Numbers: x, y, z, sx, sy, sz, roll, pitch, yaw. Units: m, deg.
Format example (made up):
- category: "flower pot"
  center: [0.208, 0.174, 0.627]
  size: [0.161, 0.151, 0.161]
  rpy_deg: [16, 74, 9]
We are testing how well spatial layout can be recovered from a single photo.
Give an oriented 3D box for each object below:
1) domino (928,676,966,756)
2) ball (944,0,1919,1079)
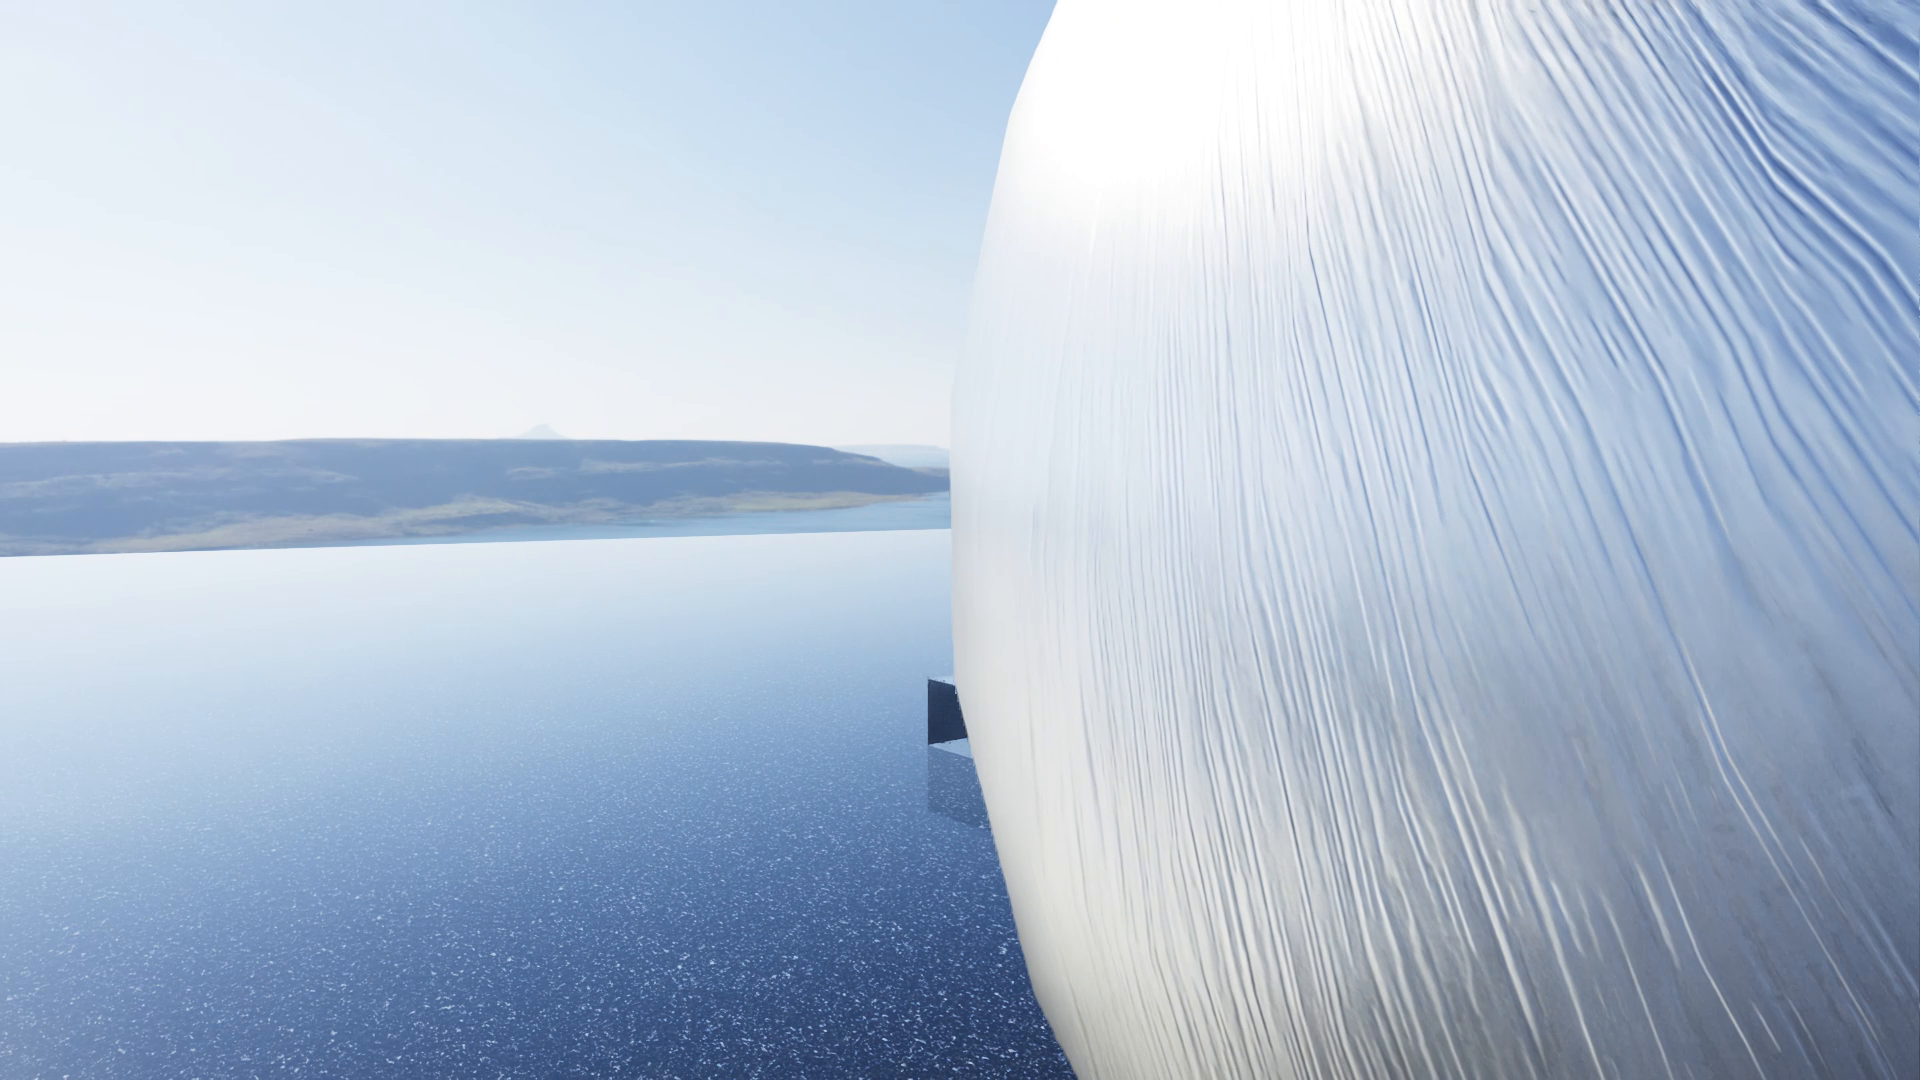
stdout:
- category: "domino"
  center: [0.021, 0.025, 0.169]
  size: [0.025, 0.010, 0.050]
  rpy_deg: [-3, 5, -38]
- category: "ball"
  center: [0.039, -0.001, 0.042]
  size: [0.080, 0.080, 0.080]
  rpy_deg: [0, 4, 0]
